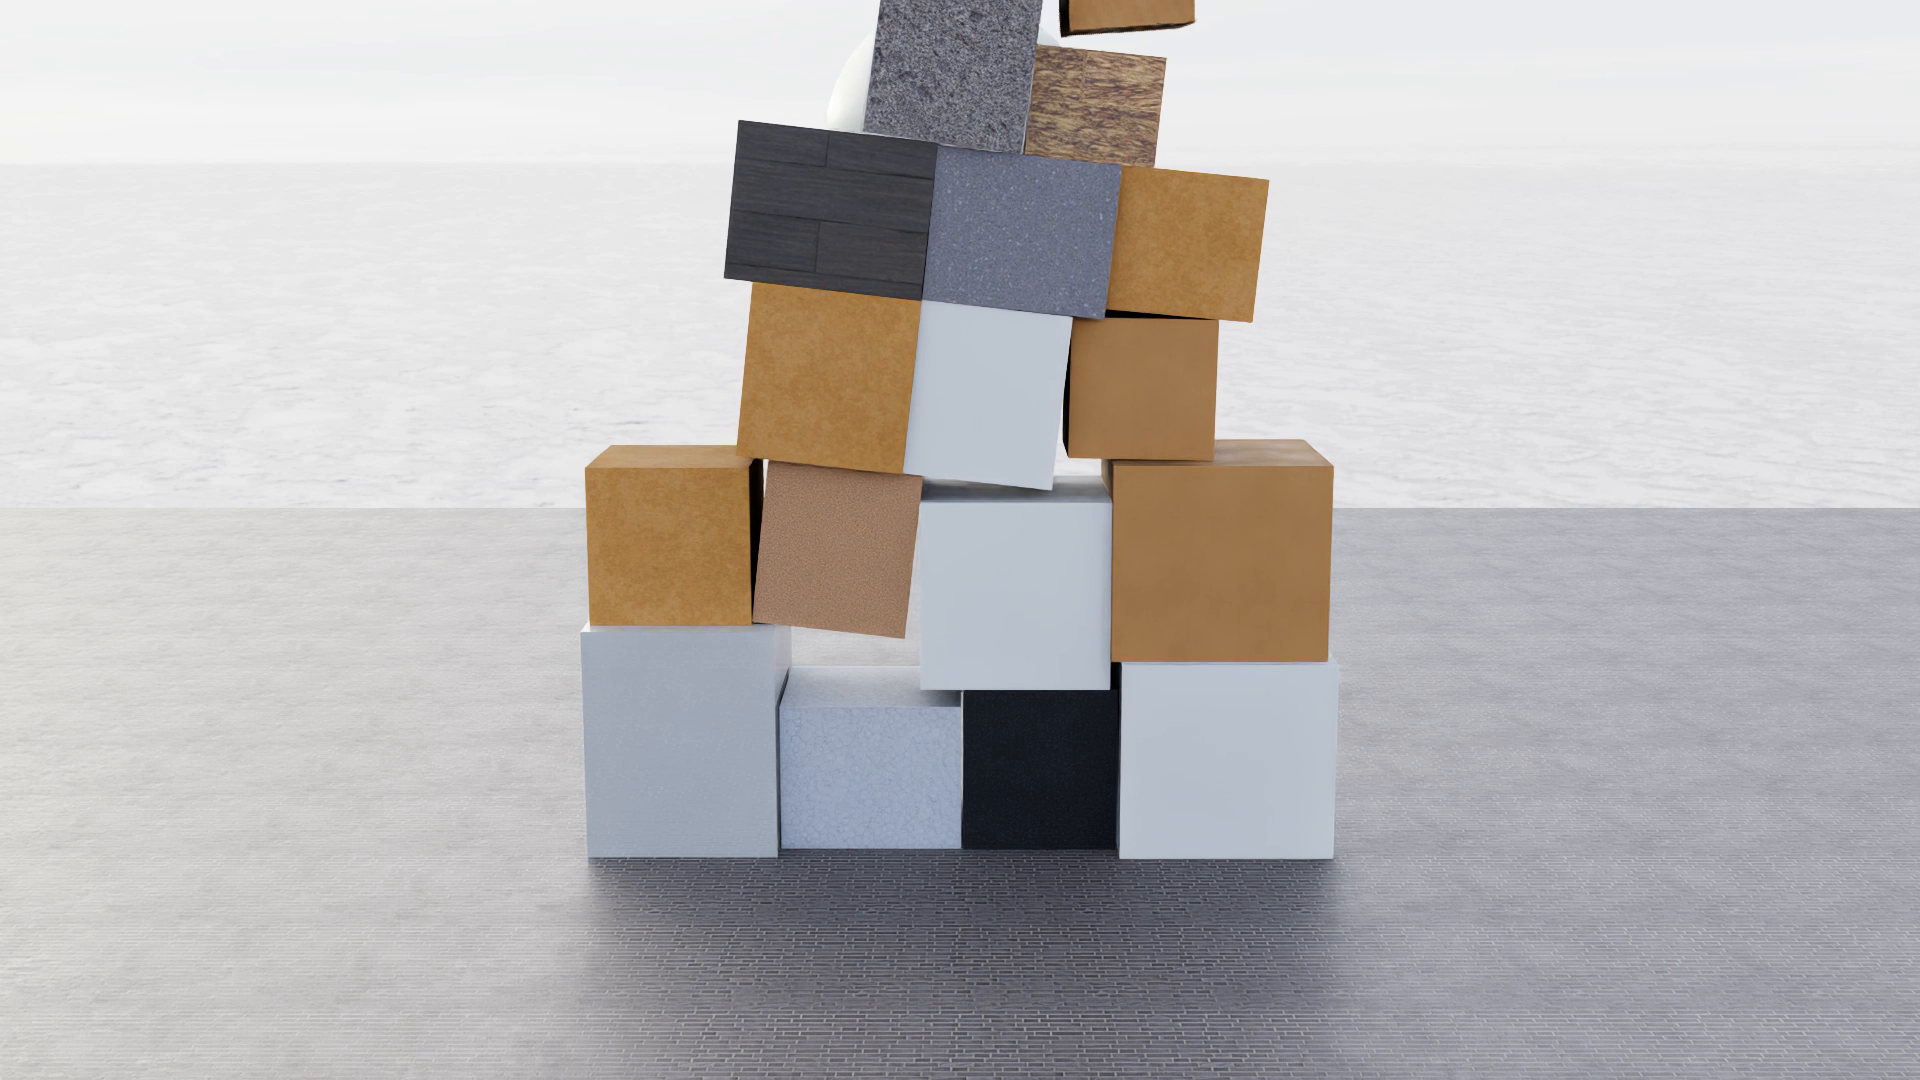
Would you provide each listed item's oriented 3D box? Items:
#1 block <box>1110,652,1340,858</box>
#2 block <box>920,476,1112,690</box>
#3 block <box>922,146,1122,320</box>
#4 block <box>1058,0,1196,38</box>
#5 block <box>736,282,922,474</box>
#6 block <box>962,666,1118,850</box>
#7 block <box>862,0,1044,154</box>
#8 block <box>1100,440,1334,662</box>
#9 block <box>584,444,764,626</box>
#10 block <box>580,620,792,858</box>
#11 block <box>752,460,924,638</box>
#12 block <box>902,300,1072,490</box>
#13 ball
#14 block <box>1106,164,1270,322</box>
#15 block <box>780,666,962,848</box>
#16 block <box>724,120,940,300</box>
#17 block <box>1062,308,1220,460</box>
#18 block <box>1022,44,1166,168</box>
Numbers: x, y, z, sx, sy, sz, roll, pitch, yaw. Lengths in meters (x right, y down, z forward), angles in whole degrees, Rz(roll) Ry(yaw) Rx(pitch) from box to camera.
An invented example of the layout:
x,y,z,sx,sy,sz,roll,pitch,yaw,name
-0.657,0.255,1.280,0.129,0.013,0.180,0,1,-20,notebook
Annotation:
x,y,z,sx,sy,sz,roll,pitch,yaw,name
1.319,0.994,11.351,1.057,0.983,1.122,0,10,0,block
0.274,0.199,11.232,0.936,0.935,0.908,0,10,0,block
0.295,-1.539,10.907,0.880,0.732,0.851,6,10,-1,block
0.791,-2.761,10.658,0.601,0.564,0.549,-4,10,-2,block
-0.635,-0.856,11.027,0.813,0.842,0.916,6,10,-1,block
0.399,1.071,11.364,0.765,0.827,0.838,0,10,0,block
-0.019,-2.407,10.725,0.753,0.937,0.894,8,10,-1,block
1.274,0.034,11.170,1.062,0.971,0.970,0,10,0,block
-1.427,-0.037,11.167,0.798,0.787,0.812,0,10,0,block
-1.377,0.912,11.346,0.941,1.146,1.100,0,10,0,block
-0.604,-0.024,11.165,0.760,0.825,0.749,6,10,-1,block
0.132,-0.767,11.020,0.730,0.847,0.779,6,10,-1,block
0.000,-2.396,13.077,1.600,1.600,1.600,0,10,0,ball
1.094,-1.484,10.930,0.715,0.688,0.713,5,10,-1,block
-0.445,1.112,11.402,0.902,0.732,0.862,0,10,0,block
-0.617,-1.645,10.899,0.949,0.751,0.915,6,10,-1,block
0.893,-0.793,11.041,0.715,0.689,0.674,1,10,0,block
0.650,-2.119,10.774,0.624,0.522,0.593,6,10,0,block
